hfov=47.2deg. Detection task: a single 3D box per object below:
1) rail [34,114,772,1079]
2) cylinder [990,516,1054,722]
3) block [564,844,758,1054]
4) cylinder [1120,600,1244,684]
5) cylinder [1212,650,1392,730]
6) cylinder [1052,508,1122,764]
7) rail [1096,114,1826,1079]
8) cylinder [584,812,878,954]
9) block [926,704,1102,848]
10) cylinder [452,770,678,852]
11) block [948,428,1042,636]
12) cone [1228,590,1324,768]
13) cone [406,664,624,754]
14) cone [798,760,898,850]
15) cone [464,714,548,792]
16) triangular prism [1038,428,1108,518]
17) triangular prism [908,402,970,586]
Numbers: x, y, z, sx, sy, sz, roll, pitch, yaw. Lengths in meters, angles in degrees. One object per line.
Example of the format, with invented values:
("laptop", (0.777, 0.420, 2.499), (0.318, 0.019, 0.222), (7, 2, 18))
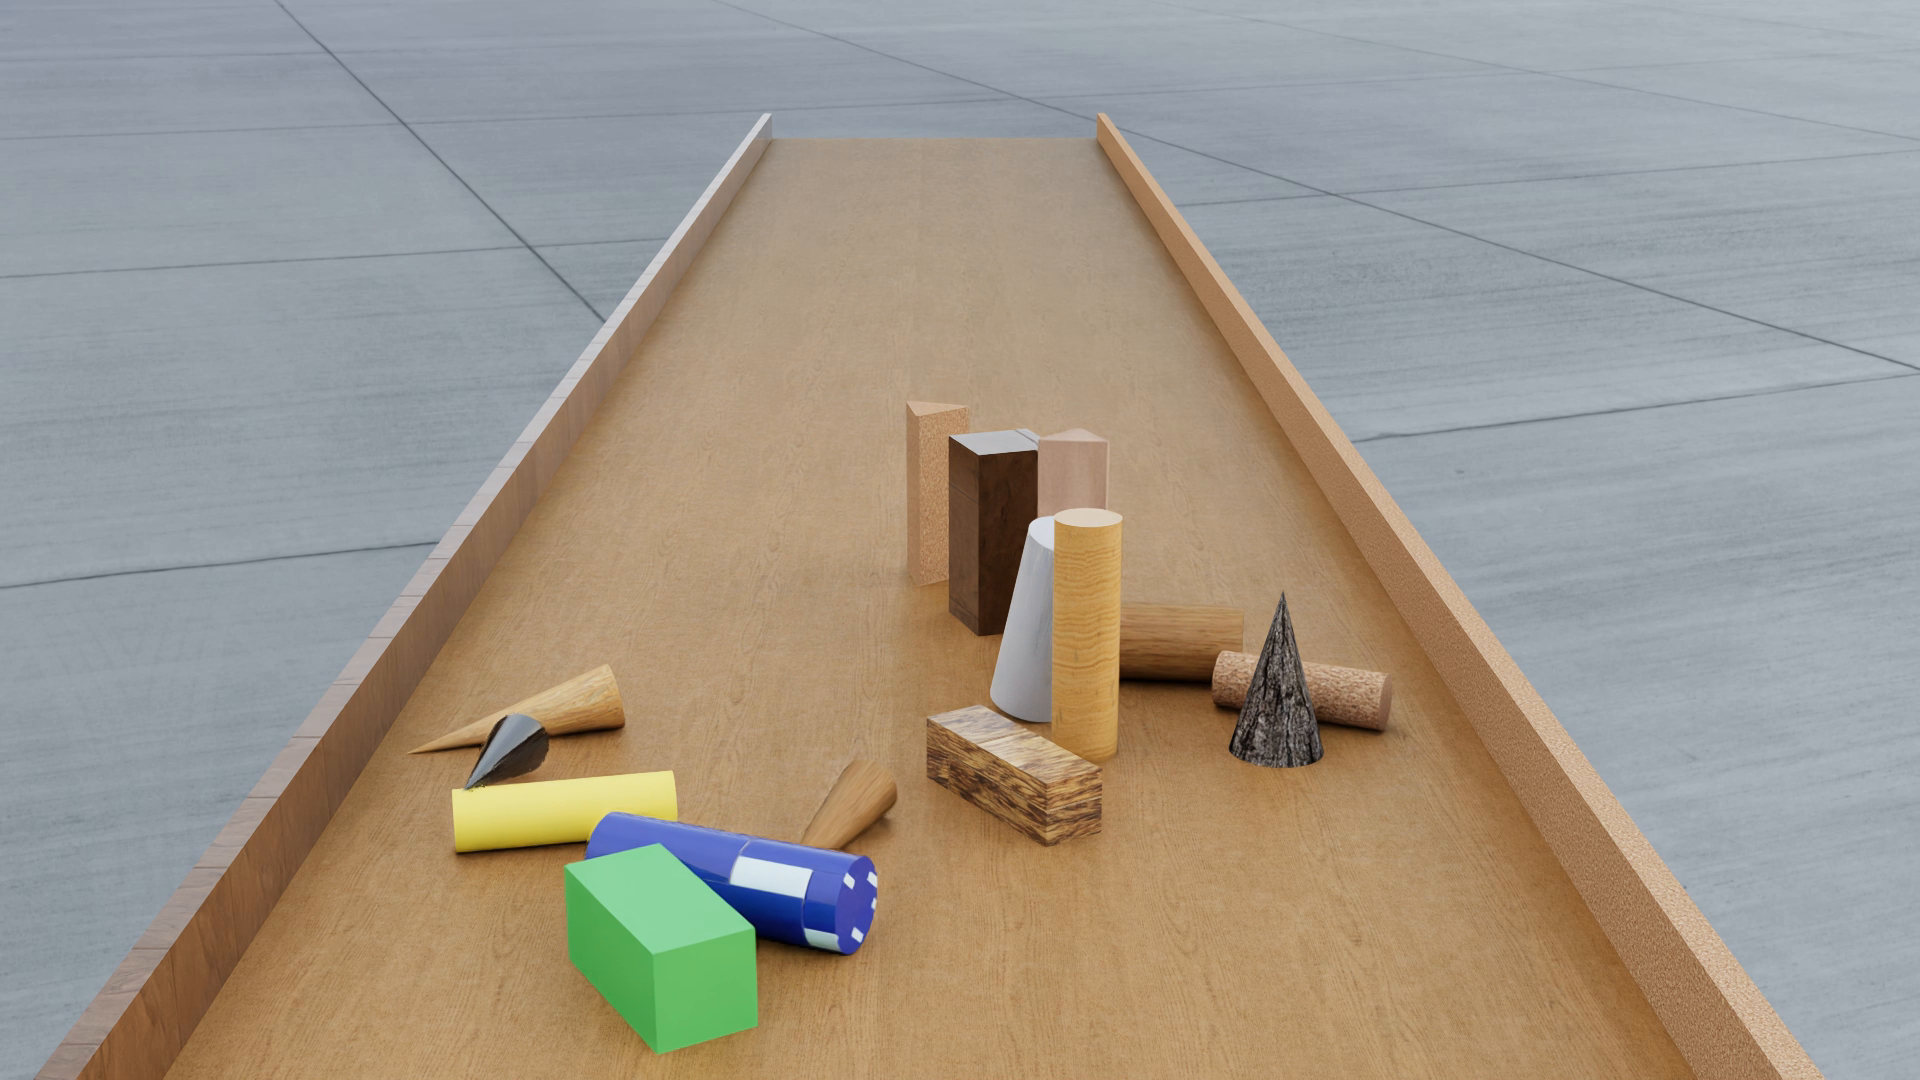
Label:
("rail", (-1.118, -0.838, 7.780), (0.050, 0.150, 12.000), (0, 17, -1))
("cylinder", (0.166, 0.147, 4.066), (0.154, 0.352, 0.154), (10, 27, -5))
("block", (-0.421, 0.564, 3.070), (0.148, 0.148, 0.319), (-10, 19, -30))
("cylinder", (0.362, 0.197, 4.296), (0.376, 0.153, 0.153), (2, 17, 8))
("cylinder", (0.638, 0.279, 4.103), (0.317, 0.105, 0.105), (7, 18, 23))
("cylinder", (0.223, 0.171, 3.883), (0.119, 0.438, 0.119), (0, 17, 0))
("rail", (0.932, -0.844, 7.801), (0.050, 0.150, 12.000), (0, 17, -1))
("cylinder", (-0.342, 0.507, 3.273), (0.418, 0.143, 0.143), (7, 18, 22))
("block", (0.087, 0.393, 3.709), (0.112, 0.112, 0.355), (-11, 20, -32))
("cylinder", (-0.640, 0.440, 3.568), (0.352, 0.102, 0.102), (-4, 17, -12))
("block", (0.090, -0.018, 4.607), (0.176, 0.388, 0.176), (-6, 18, -20))
("cone", (0.569, 0.232, 3.913), (0.170, 0.303, 0.170), (0, 17, 0))
("cone", (-0.816, 0.335, 3.993), (0.392, 0.122, 0.122), (-15, 21, -17))
("cone", (-0.233, 0.491, 3.487), (0.102, 0.102, 0.424), (7, 25, 22))
("cone", (-0.775, 0.376, 3.642), (0.107, 0.107, 0.400), (0, 5, 1))
("triangular prism", (0.229, 0.007, 4.410), (0.137, 0.449, 0.119), (2, 15, 8))
("triangular prism", (-0.076, -0.111, 4.920), (0.147, 0.387, 0.127), (-13, 21, -37))
